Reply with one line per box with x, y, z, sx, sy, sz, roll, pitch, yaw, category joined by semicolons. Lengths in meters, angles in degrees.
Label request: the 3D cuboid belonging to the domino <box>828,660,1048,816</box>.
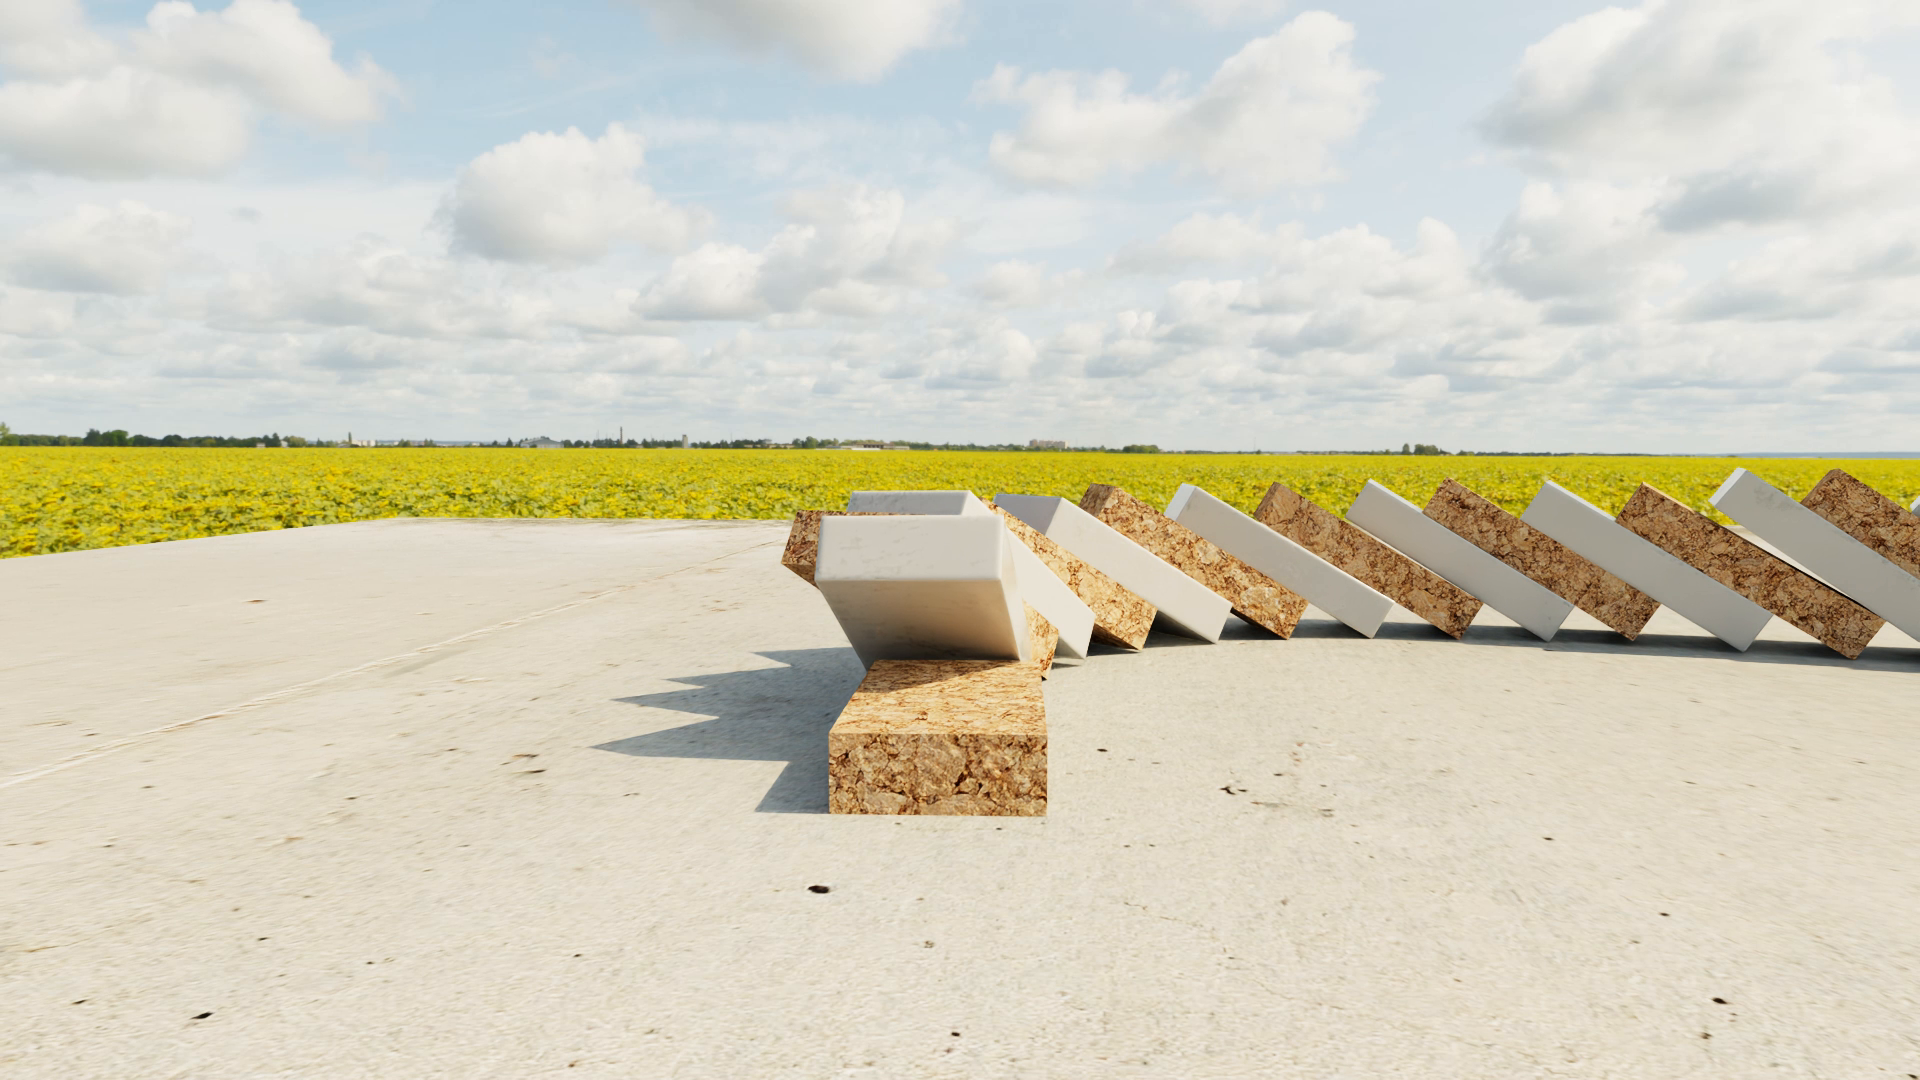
-0.001;0.025;0.172;0.025;0.010;0.050;0;4;2;domino

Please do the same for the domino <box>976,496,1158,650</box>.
0.014;0.007;0.259;0.050;0.010;0.025;31;-15;-32;domino

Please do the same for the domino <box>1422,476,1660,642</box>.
0.129;0.003;0.288;0.050;0.010;0.025;35;14;19;domino

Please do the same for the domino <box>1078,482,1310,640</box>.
0.051;0.004;0.288;0.050;0.009;0.025;30;0;-7;domino

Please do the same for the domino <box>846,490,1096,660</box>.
0.002;0.007;0.236;0.025;0.010;0.050;1;-26;34;domino

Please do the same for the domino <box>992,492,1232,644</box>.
0.031;0.006;0.273;0.050;0.009;0.025;30;-11;-28;domino

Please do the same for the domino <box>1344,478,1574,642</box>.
0.112;0.004;0.292;0.050;0.009;0.025;34;14;14;domino

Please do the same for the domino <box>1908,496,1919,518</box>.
0.211;0.006;0.247;0.050;0.009;0.025;43;26;25;domino

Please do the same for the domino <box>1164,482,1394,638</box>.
0.071;0.004;0.292;0.050;0.009;0.025;30;5;0;domino

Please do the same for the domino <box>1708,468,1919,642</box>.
0.180;0.004;0.263;0.050;0.009;0.025;40;21;19;domino

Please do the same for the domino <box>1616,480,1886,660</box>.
0.165;0.005;0.271;0.050;0.009;0.025;36;19;21;domino

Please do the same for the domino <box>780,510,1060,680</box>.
-0.005;0.010;0.220;0.025;0.010;0.050;3;-23;32;domino

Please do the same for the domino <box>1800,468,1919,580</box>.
0.195;0.004;0.256;0.050;0.010;0.025;42;21;23;domino

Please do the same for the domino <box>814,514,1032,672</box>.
-0.004;0.012;0.194;0.025;0.009;0.050;0;-25;8;domino

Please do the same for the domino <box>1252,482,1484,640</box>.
0.092;0.004;0.293;0.050;0.010;0.025;32;9;6;domino

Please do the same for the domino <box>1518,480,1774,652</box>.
0.148;0.004;0.279;0.050;0.010;0.025;36;18;20;domino
